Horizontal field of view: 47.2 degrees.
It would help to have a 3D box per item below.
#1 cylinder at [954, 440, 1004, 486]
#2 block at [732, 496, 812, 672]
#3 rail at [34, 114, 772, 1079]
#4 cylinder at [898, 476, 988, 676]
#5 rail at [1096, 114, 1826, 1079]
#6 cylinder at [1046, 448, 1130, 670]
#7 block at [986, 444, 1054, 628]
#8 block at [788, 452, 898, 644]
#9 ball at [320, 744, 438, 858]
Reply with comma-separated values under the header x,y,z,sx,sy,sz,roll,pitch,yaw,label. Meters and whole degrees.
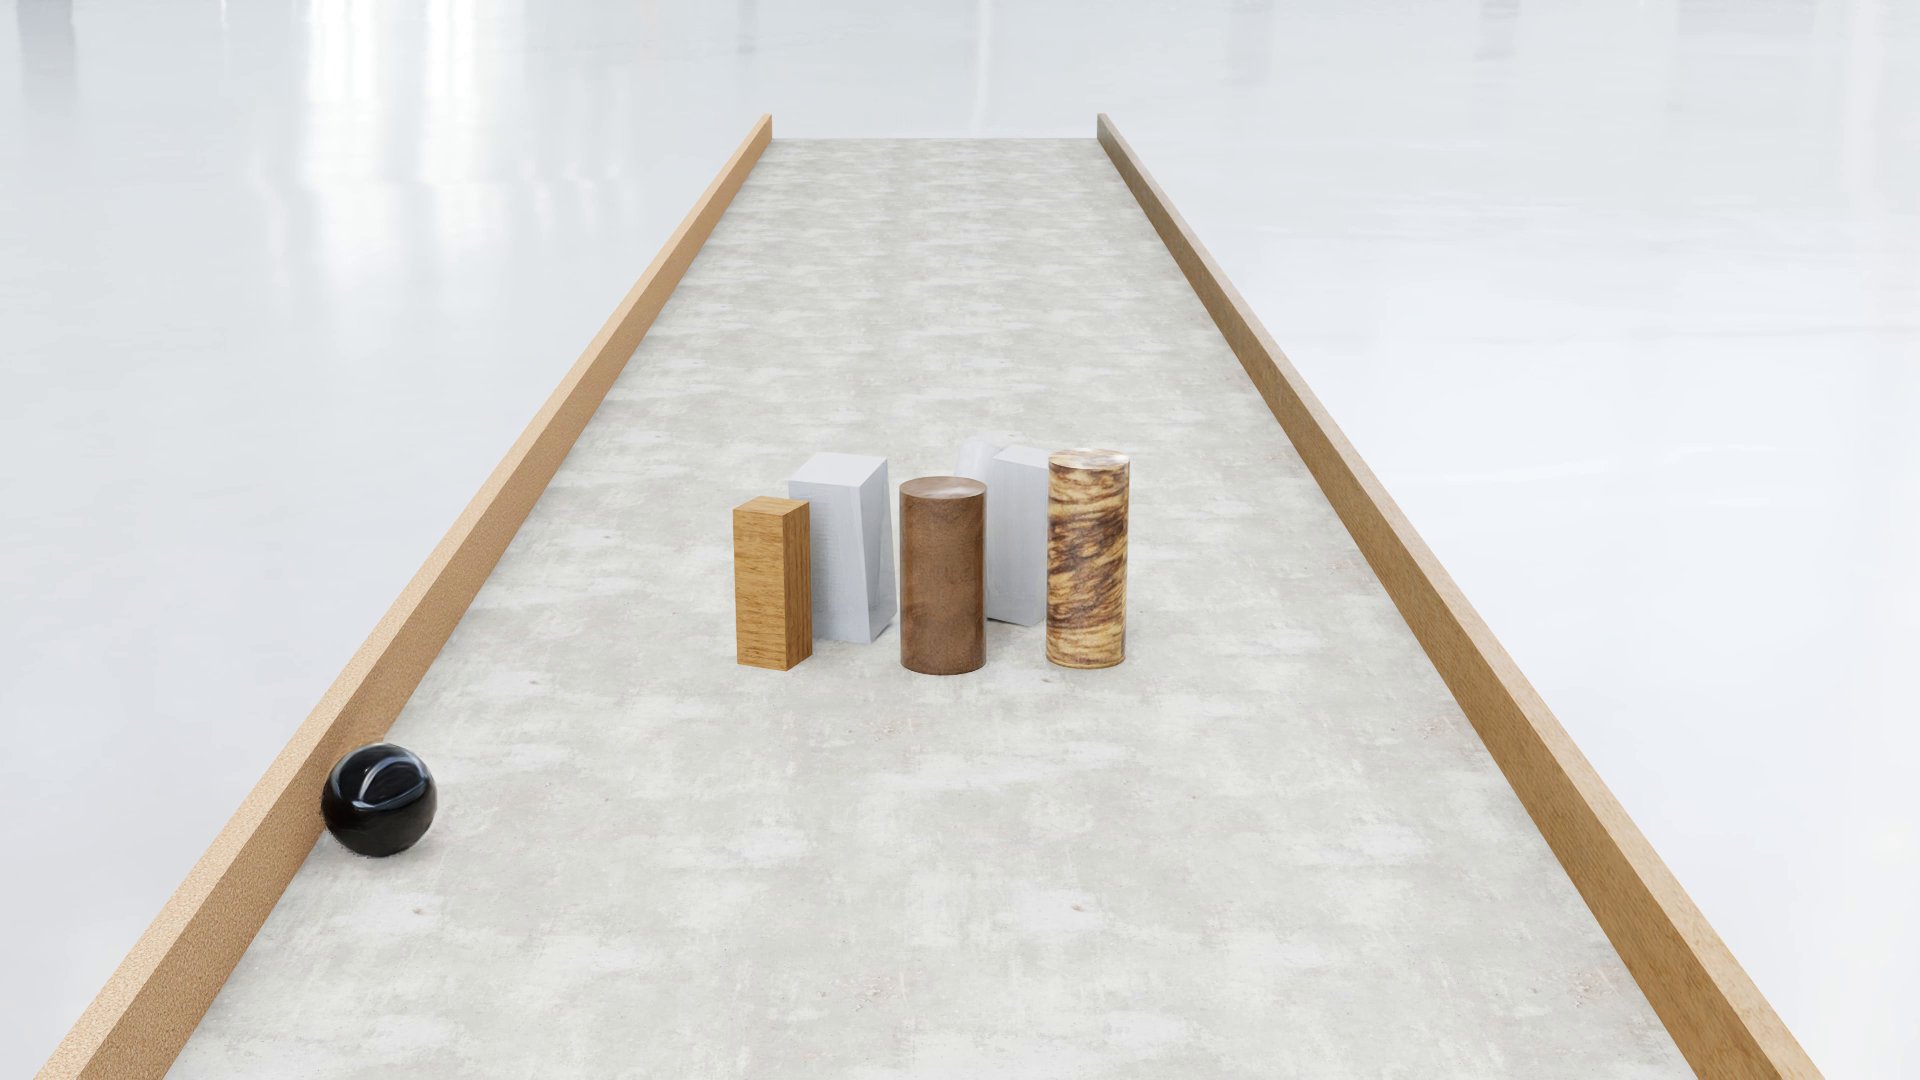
x,y,z,sx,sy,sz,roll,pitch,yaw,label
0.008,-0.018,4.627,0.102,0.373,0.102,14,-8,2,cylinder
-0.372,0.086,4.375,0.111,0.321,0.111,7,18,23,block
-1.118,-0.838,7.780,0.050,0.150,12.000,0,17,-1,rail
-0.033,0.070,4.361,0.174,0.360,0.174,0,17,0,cylinder
0.932,-0.844,7.801,0.050,0.150,12.000,0,17,-1,rail
0.254,0.037,4.380,0.162,0.412,0.162,0,17,0,cylinder
0.133,-0.010,4.633,0.127,0.347,0.127,12,20,19,block
-0.239,0.015,4.526,0.155,0.351,0.155,6,26,19,block
-0.927,0.415,3.513,0.181,0.181,0.181,0,17,0,ball
